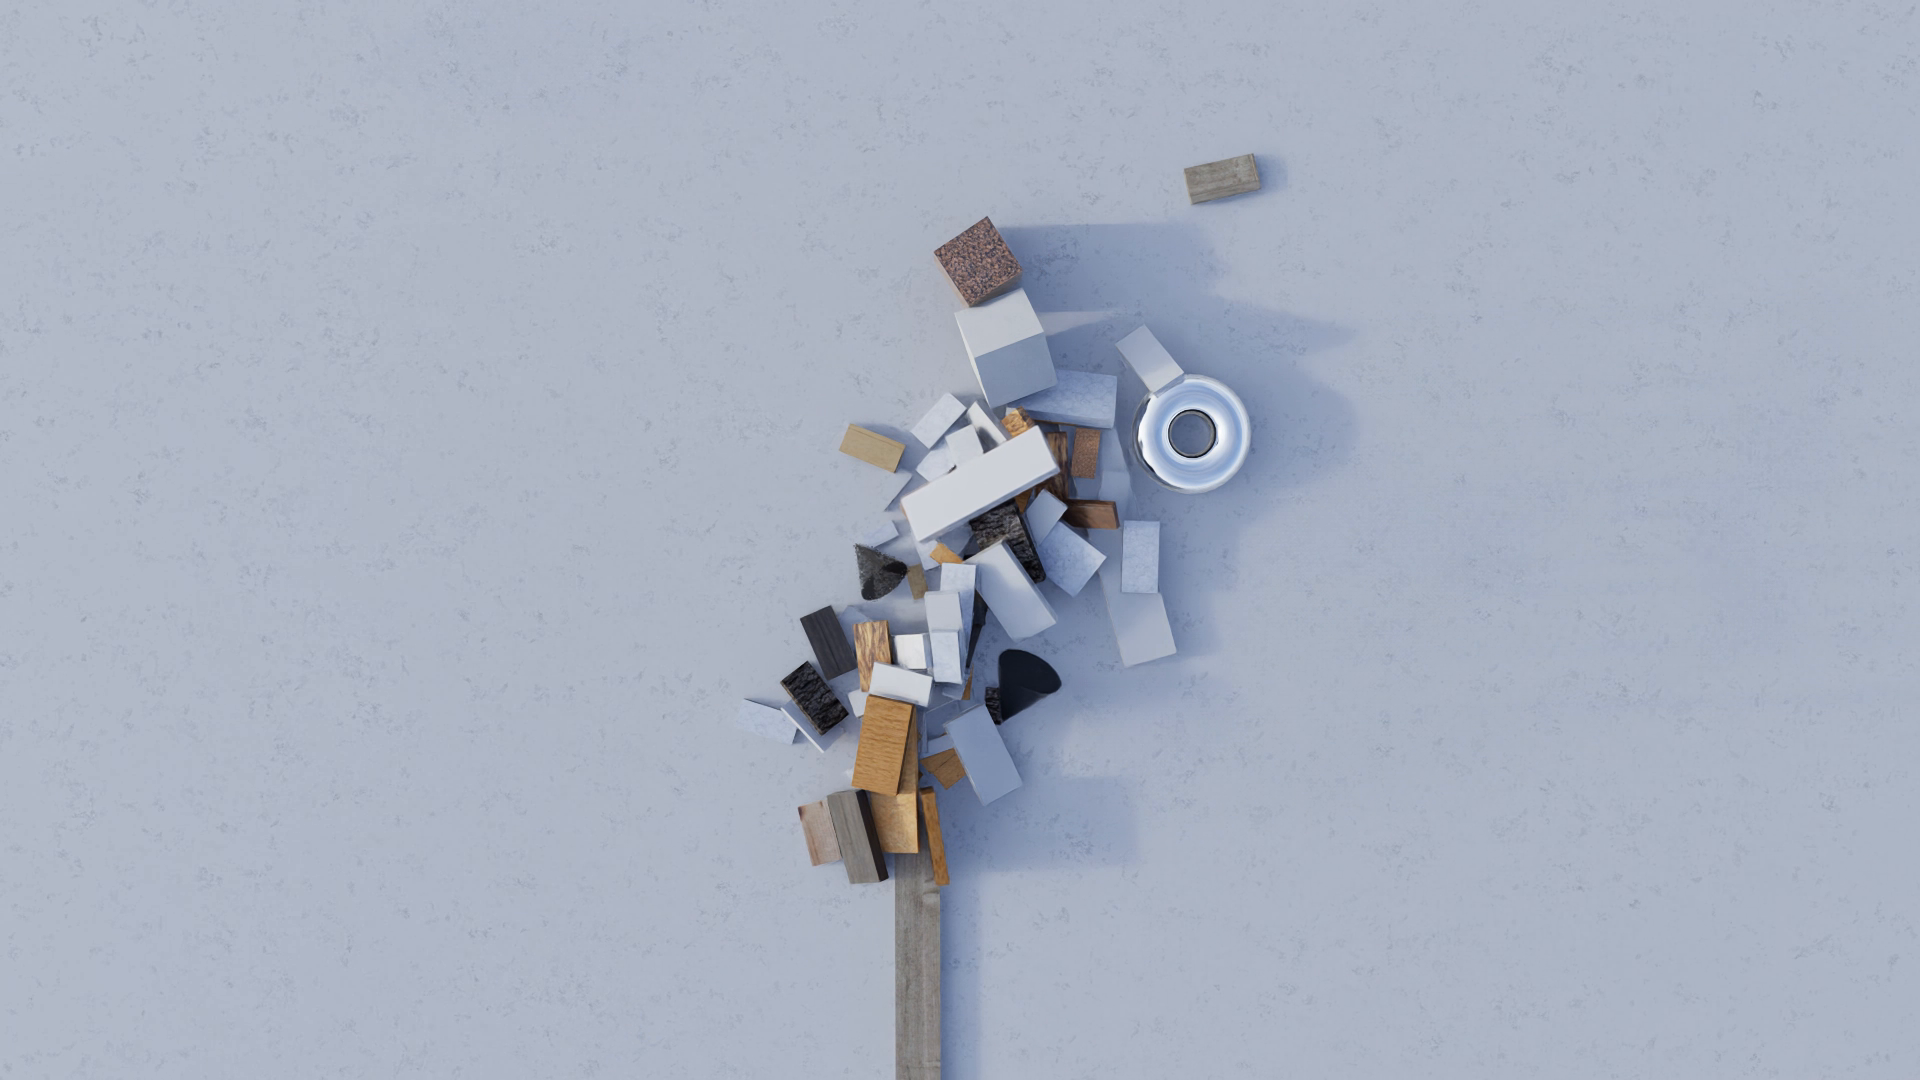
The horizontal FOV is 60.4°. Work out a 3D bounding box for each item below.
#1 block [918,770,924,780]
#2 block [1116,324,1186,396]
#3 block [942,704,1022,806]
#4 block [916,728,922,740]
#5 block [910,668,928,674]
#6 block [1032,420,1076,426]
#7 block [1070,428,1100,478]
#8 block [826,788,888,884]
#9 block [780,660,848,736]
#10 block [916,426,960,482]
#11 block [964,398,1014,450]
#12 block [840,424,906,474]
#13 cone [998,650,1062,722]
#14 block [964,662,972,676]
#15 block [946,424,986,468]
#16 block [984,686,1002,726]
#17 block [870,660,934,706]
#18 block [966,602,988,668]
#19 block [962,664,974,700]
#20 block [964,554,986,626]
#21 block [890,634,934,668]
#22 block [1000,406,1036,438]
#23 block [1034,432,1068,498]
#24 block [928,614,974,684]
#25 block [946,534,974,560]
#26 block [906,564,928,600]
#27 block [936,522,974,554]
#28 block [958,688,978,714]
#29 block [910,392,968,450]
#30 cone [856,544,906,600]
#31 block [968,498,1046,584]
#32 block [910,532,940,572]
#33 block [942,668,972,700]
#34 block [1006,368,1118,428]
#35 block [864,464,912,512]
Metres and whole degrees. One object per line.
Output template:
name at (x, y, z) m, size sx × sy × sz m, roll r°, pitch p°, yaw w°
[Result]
block at (-0.197, 0.816, 5.489) m, size 0.074 × 0.021 × 0.148 m, roll 38°, pitch 90°, yaw 0°
block at (0.625, -0.591, 5.429) m, size 0.118 × 0.033 × 0.236 m, roll -34°, pitch 62°, yaw 0°
block at (0.076, 0.707, 5.447) m, size 0.149 × 0.042 × 0.299 m, roll -27°, pitch 95°, yaw -16°
block at (-0.191, 0.618, 5.463) m, size 0.069 × 0.020 × 0.138 m, roll -38°, pitch 70°, yaw 7°
block at (-0.135, 0.428, 5.453) m, size 0.087 × 0.025 × 0.174 m, roll 5°, pitch 72°, yaw 11°
block at (0.310, -0.426, 5.459) m, size 0.160 × 0.023 × 0.080 m, roll 7°, pitch 60°, yaw 9°
block at (0.413, -0.286, 5.439) m, size 0.080 × 0.023 × 0.160 m, roll 7°, pitch 90°, yaw 0°
block at (-0.338, 0.976, 5.431) m, size 0.043 × 0.152 × 0.304 m, roll -15°, pitch 90°, yaw -45°
block at (-0.482, 0.524, 5.457) m, size 0.113 × 0.032 × 0.226 m, roll -37°, pitch 87°, yaw -24°
block at (-0.046, -0.276, 5.471) m, size 0.099 × 0.028 × 0.199 m, roll 41°, pitch 90°, yaw 18°
block at (0.102, -0.362, 5.441) m, size 0.028 × 0.099 × 0.199 m, roll -35°, pitch 83°, yaw -34°
block at (-0.290, -0.304, 5.473) m, size 0.200 × 0.028 × 0.100 m, roll 22°, pitch 88°, yaw 6°
cone at (0.186, 0.520, 5.450) m, size 0.224 × 0.224 × 0.224 m, roll 26°, pitch 117°, yaw 0°
block at (0.006, 0.388, 5.459) m, size 0.066 × 0.019 × 0.131 m, roll 4°, pitch 60°, yaw 0°
block at (0.034, -0.270, 5.407) m, size 0.101 × 0.029 × 0.202 m, roll -25°, pitch 67°, yaw 10°
block at (0.110, 0.553, 5.491) m, size 0.061 × 0.017 × 0.122 m, roll 5°, pitch 90°, yaw 0°
block at (-0.190, 0.469, 5.383) m, size 0.203 × 0.029 × 0.101 m, roll 13°, pitch 100°, yaw 15°
block at (0.009, 0.292, 5.445) m, size 0.118 × 0.034 × 0.237 m, roll 16°, pitch 74°, yaw 6°
block at (0.008, 0.468, 5.478) m, size 0.061 × 0.017 × 0.121 m, roll 5°, pitch 81°, yaw 7°
block at (0.015, 0.169, 5.448) m, size 0.118 × 0.034 × 0.237 m, roll -5°, pitch 73°, yaw -1°
block at (-0.171, 0.365, 5.405) m, size 0.031 × 0.220 × 0.110 m, roll -7°, pitch 90°, yaw -39°
block at (0.173, -0.357, 5.409) m, size 0.028 × 0.199 × 0.099 m, roll -35°, pitch 90°, yaw -34°
block at (0.301, -0.224, 5.450) m, size 0.110 × 0.031 × 0.265 m, roll -2°, pitch 105°, yaw 0°
block at (-0.031, 0.343, 5.379) m, size 0.118 × 0.034 × 0.237 m, roll 10°, pitch 91°, yaw 6°
block at (0.001, 0.000, 5.470) m, size 0.070 × 0.020 × 0.140 m, roll 25°, pitch 77°, yaw 7°
block at (-0.142, 0.139, 5.492) m, size 0.056 × 0.016 × 0.112 m, roll -17°, pitch 90°, yaw 0°
block at (0.013, -0.075, 5.421) m, size 0.110 × 0.031 × 0.221 m, roll 36°, pitch 87°, yaw -16°
block at (0.028, 0.557, 5.491) m, size 0.061 × 0.017 × 0.122 m, roll -14°, pitch 90°, yaw 0°
block at (-0.069, -0.395, 5.473) m, size 0.091 × 0.026 × 0.183 m, roll 43°, pitch 90°, yaw 18°
cone at (-0.299, 0.073, 5.460) m, size 0.179 × 0.179 × 0.179 m, roll -40°, pitch 63°, yaw 0°
block at (0.146, 0.005, 5.388) m, size 0.162 × 0.046 × 0.324 m, roll -18°, pitch 104°, yaw 19°
block at (-0.106, 0.029, 5.469) m, size 0.070 × 0.020 × 0.140 m, roll -21°, pitch 72°, yaw 0°
block at (-0.009, 0.459, 5.439) m, size 0.066 × 0.019 × 0.131 m, roll 16°, pitch 61°, yaw 7°
block at (0.335, -0.475, 5.434) m, size 0.354 × 0.050 × 0.177 m, roll 7°, pitch 60°, yaw 0°
block at (-0.236, -0.178, 5.489) m, size 0.079 × 0.022 × 0.157 m, roll 40°, pitch 90°, yaw 0°
